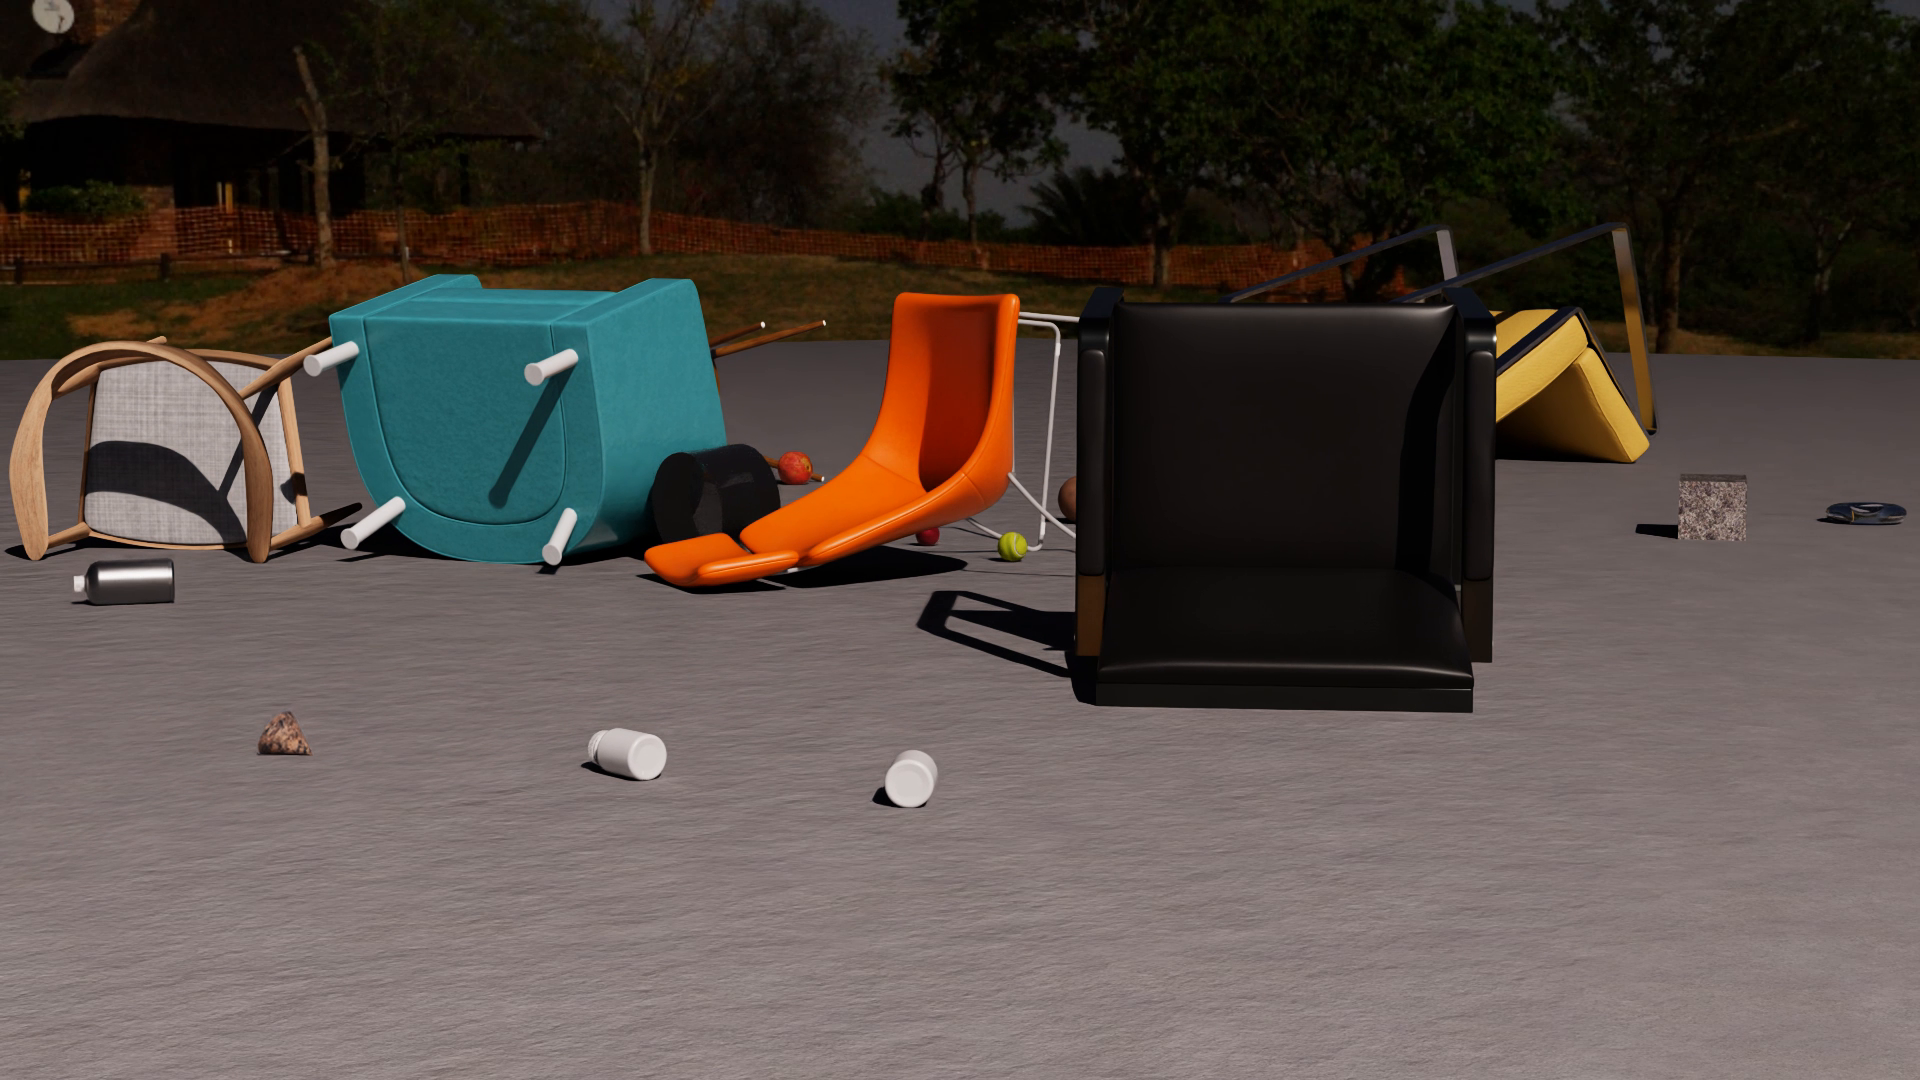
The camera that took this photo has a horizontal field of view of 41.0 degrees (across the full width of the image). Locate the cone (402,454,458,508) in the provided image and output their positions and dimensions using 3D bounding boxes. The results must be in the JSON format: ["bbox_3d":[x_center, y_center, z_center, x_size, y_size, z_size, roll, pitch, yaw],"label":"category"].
[{"bbox_3d":[-1.482,-0.132,7.326,0.121,0.194,0.232,39,-10,-17],"label":"cone"}]

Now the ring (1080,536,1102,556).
[{"bbox_3d":[0.313,0.014,6.092,0.049,0.039,0.113,0,7,13],"label":"ring"}]

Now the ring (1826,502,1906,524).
[{"bbox_3d":[2.427,-0.071,6.871,0.207,0.049,0.213,1,5,19],"label":"ring"}]

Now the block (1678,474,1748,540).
[{"bbox_3d":[1.914,-0.085,6.528,0.162,0.146,0.255,2,6,16],"label":"block"}]

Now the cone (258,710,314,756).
[{"bbox_3d":[-0.918,0.281,3.541,0.065,0.066,0.076,29,21,13],"label":"cone"}]

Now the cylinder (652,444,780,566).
[{"bbox_3d":[-0.562,-0.084,5.955,0.171,0.263,0.316,-10,2,21],"label":"cylinder"}]
